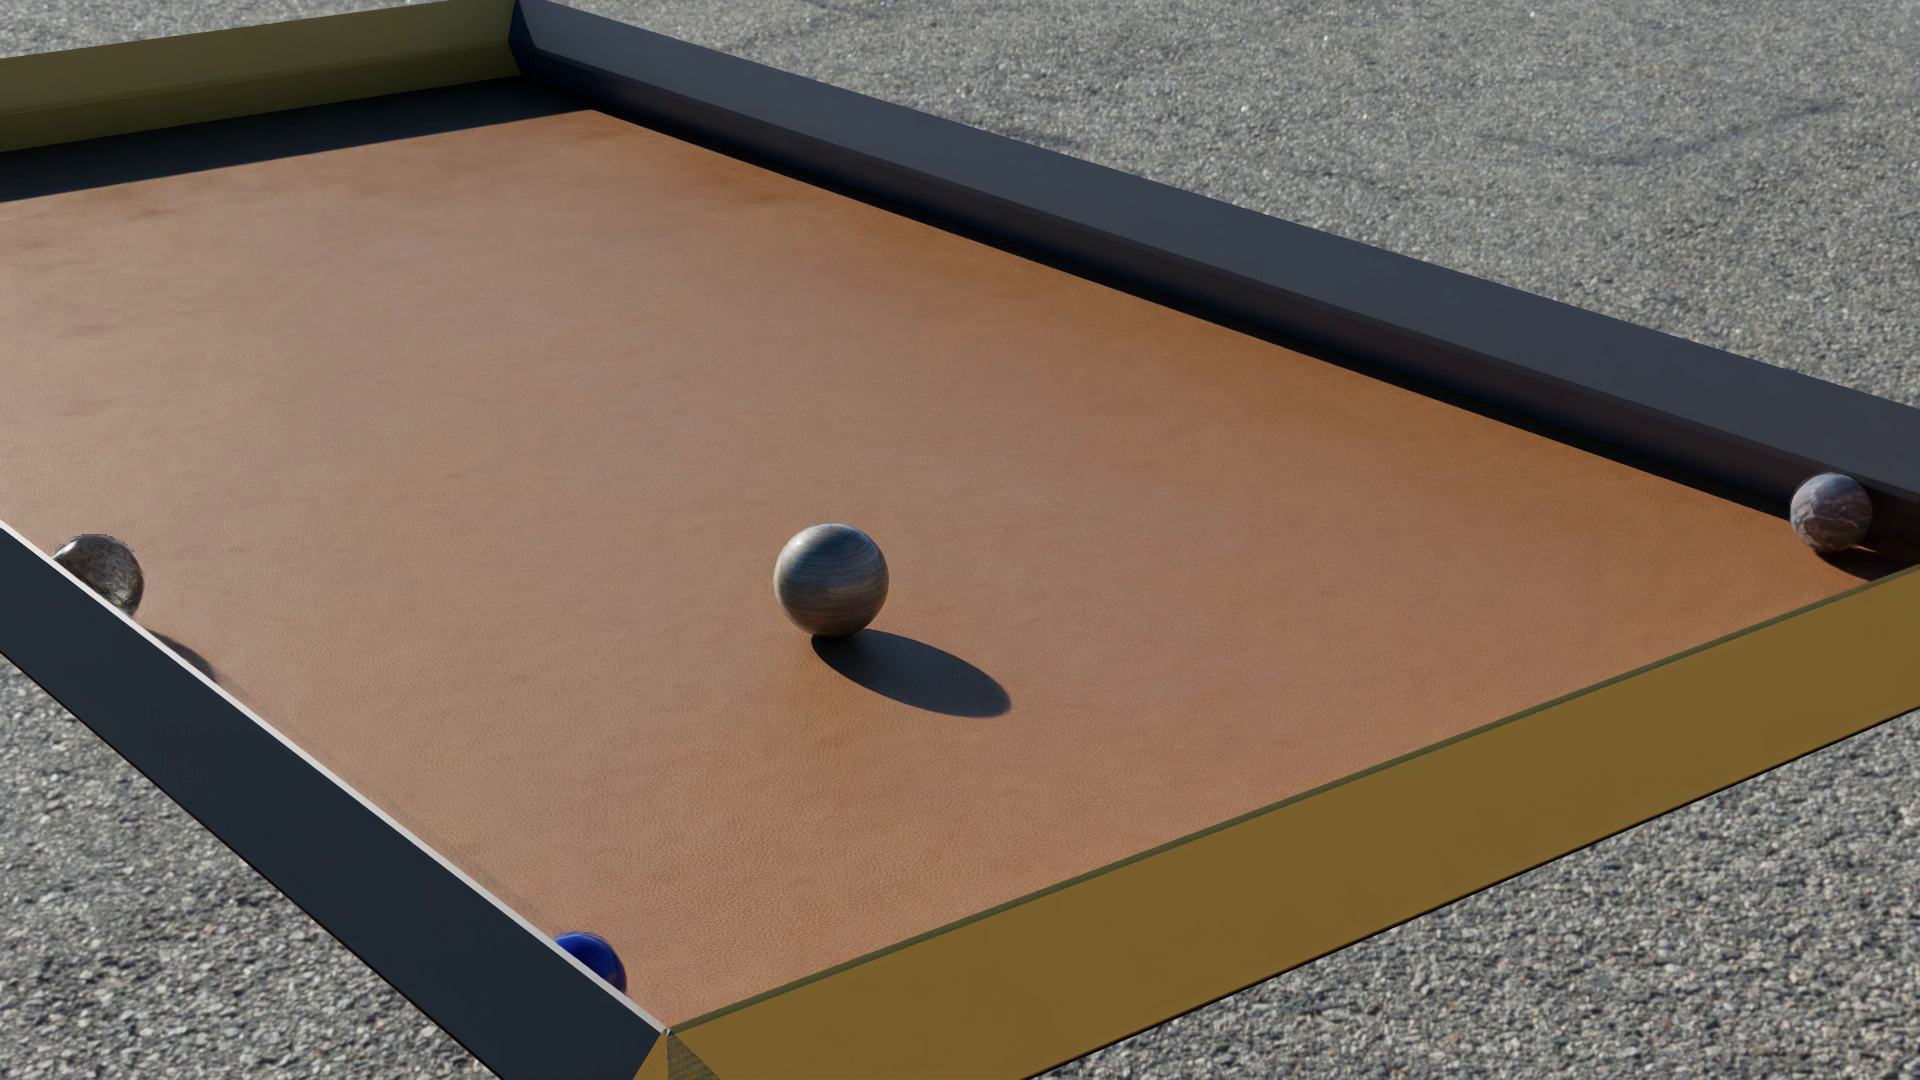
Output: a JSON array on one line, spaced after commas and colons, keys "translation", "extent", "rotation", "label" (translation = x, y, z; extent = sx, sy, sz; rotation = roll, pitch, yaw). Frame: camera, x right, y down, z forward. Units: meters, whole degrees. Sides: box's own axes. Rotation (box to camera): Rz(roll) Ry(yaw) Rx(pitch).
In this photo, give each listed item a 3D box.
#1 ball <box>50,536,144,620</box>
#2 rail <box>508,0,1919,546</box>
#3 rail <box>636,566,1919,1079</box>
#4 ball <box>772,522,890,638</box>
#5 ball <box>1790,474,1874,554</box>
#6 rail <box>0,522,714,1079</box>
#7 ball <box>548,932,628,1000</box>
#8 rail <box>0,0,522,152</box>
[{"translation": [-0.724, 0.038, 2.455], "extent": [0.082, 0.082, 0.082], "rotation": [0, 21, 0], "label": "ball"}, {"translation": [0.143, -0.378, 3.463], "extent": [0.045, 0.126, 2.729], "rotation": [-16, 26, -35], "label": "rail"}, {"translation": [0.402, 0.162, 2.071], "extent": [1.459, 0.126, 0.045], "rotation": [-16, 26, -35], "label": "rail"}, {"translation": [-0.107, 0.033, 2.445], "extent": [0.097, 0.097, 0.097], "rotation": [0, 21, 0], "label": "ball"}, {"translation": [0.779, -0.024, 2.628], "extent": [0.071, 0.071, 0.071], "rotation": [0, 21, 0], "label": "ball"}, {"translation": [-0.975, -0.066, 2.660], "extent": [0.045, 0.126, 2.729], "rotation": [-16, 26, -35], "label": "rail"}, {"translation": [-0.242, 0.280, 1.851], "extent": [0.066, 0.066, 0.066], "rotation": [0, 21, 0], "label": "ball"}, {"translation": [-1.235, -0.606, 4.052], "extent": [1.459, 0.126, 0.045], "rotation": [-16, 26, -35], "label": "rail"}]
